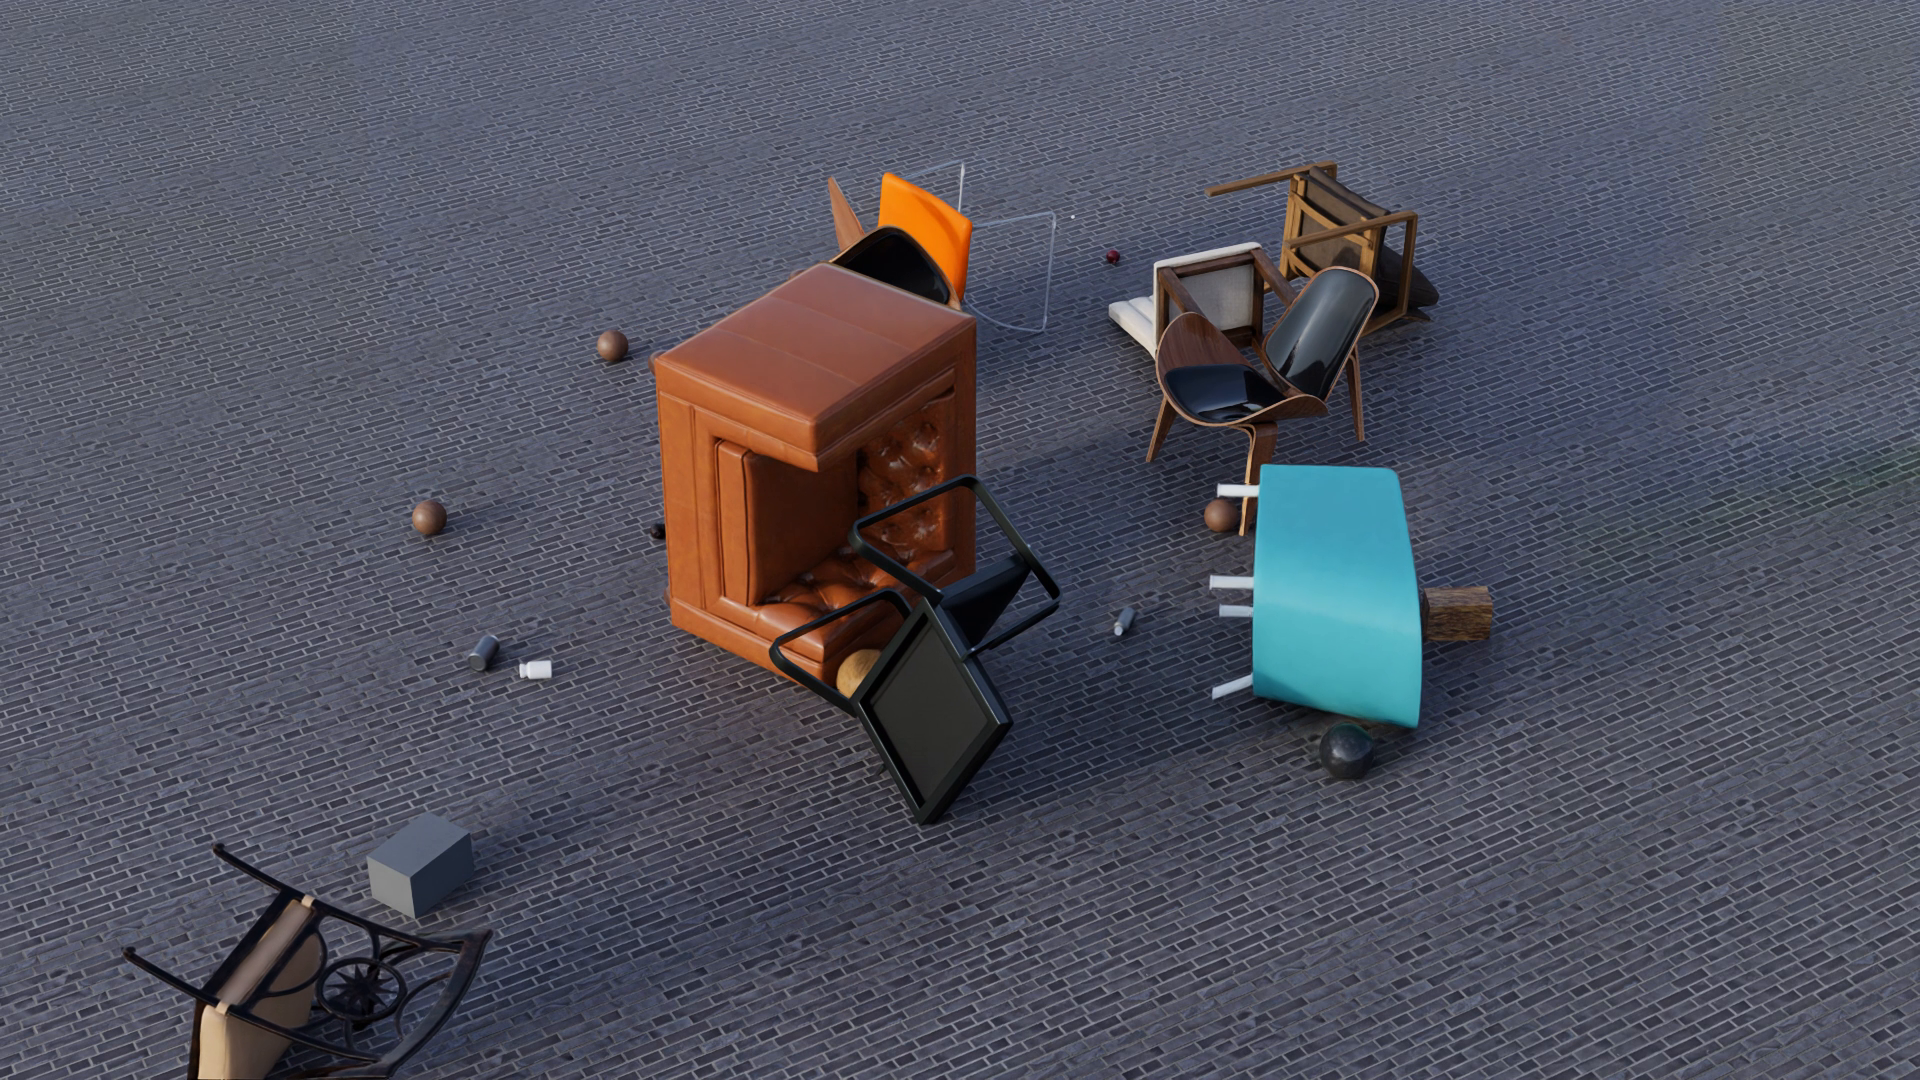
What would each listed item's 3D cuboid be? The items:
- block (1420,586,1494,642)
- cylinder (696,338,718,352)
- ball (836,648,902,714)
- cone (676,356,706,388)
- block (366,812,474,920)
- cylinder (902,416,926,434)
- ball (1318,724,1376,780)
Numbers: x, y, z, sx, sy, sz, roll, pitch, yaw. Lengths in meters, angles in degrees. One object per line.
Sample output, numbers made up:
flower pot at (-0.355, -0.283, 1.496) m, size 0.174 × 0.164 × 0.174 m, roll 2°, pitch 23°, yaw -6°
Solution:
block at (1.763, 0.262, 10.411) m, size 0.224 × 0.150 × 0.119 m, roll -2°, pitch 33°, yaw -3°
cylinder at (-1.046, -0.807, 12.139) m, size 0.045 × 0.032 × 0.081 m, roll 18°, pitch 37°, yaw 33°
ball at (-0.310, 0.483, 10.007) m, size 0.225 × 0.225 × 0.225 m, roll 0°, pitch 33°, yaw 0°
cone at (-1.123, -0.686, 11.930) m, size 0.136 × 0.131 × 0.140 m, roll 30°, pitch -10°, yaw -26°
block at (-1.698, 1.023, 9.237) m, size 0.185 × 0.170 × 0.271 m, roll 21°, pitch 39°, yaw 28°
cylinder at (-0.184, -0.452, 11.587) m, size 0.056 × 0.047 × 0.091 m, roll 17°, pitch 34°, yaw 24°
ball at (1.282, 0.701, 9.712) m, size 0.185 × 0.185 × 0.185 m, roll 0°, pitch 33°, yaw 0°
